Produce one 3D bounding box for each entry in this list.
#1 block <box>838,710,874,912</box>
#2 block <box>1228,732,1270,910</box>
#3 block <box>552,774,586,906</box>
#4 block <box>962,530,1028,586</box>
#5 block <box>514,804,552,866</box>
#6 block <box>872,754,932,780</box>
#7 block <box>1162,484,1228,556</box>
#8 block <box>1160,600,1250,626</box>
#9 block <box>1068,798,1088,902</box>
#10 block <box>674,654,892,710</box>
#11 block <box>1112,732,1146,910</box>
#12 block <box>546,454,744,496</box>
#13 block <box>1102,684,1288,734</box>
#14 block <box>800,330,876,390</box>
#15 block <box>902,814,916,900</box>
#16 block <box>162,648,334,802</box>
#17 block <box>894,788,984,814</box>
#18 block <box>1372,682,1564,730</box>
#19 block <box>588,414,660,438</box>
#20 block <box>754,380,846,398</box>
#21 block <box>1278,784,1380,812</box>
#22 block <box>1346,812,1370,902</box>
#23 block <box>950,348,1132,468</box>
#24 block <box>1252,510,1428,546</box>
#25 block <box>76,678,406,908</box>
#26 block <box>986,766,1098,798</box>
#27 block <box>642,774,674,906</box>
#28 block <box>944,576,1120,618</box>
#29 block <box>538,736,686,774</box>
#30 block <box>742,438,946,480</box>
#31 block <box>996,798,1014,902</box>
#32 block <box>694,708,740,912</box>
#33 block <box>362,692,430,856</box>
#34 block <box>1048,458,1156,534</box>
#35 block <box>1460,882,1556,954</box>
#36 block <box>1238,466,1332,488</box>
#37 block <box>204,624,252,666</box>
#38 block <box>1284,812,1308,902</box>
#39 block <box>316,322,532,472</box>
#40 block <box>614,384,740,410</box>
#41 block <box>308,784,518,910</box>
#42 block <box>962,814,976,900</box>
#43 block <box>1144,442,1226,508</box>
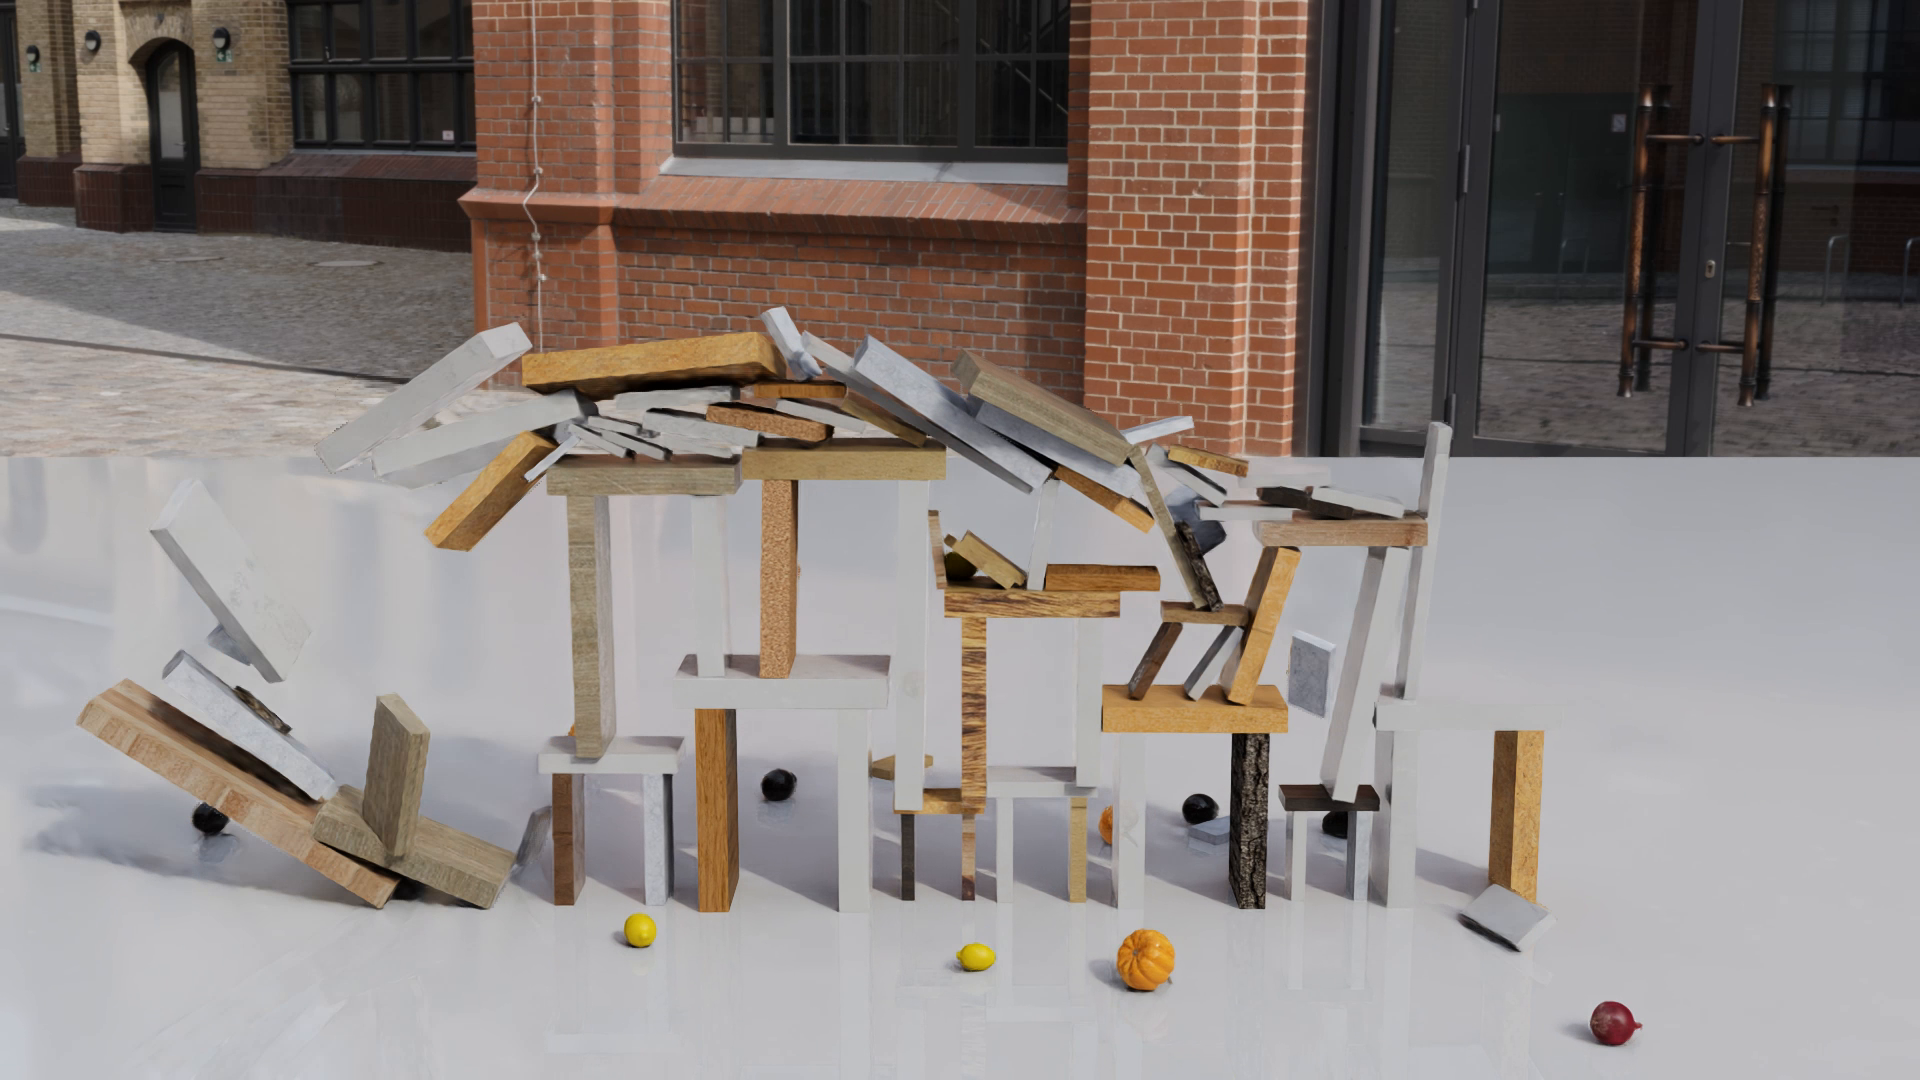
[{"bbox_3d":[-0.172,0.423,3.634,0.048,0.342,0.171,0,11,0],"label":"block"},{"bbox_3d":[0.478,0.444,3.642,0.042,0.298,0.149,0,11,0],"label":"block"},{"bbox_3d":[-0.648,0.479,3.647,0.032,0.225,0.113,1,11,0],"label":"block"},{"bbox_3d":[0.056,0.029,3.567,0.120,0.017,0.060,36,6,-3],"label":"block"},{"bbox_3d":[-0.735,0.512,3.807,0.015,0.103,0.051,27,16,18],"label":"block"},{"bbox_3d":[-0.123,0.448,4.379,0.068,0.019,0.136,8,13,36],"label":"block"},{"bbox_3d":[0.388,-0.036,3.633,0.063,0.127,0.018,-36,-36,17],"label":"block"},{"bbox_3d":[0.398,0.119,3.583,0.139,0.020,0.069,3,10,0],"label":"block"},{"bbox_3d":[0.195,0.501,3.653,0.026,0.181,0.090,0,11,0],"label":"block"},{"bbox_3d":[-0.287,0.231,3.598,0.342,0.048,0.171,0,11,0],"label":"block"},{"bbox_3d":[0.279,0.444,3.642,0.042,0.298,0.149,0,11,0],"label":"block"},{"bbox_3d":[-0.502,-0.106,3.532,0.296,0.042,0.148,0,11,1],"label":"block"},{"bbox_3d":[0.379,0.276,3.610,0.298,0.042,0.149,0,11,0],"label":"block"},{"bbox_3d":[-0.192,-0.284,3.468,0.125,0.018,0.063,29,12,-22],"label":"block"},{"bbox_3d":[-0.086,0.516,3.658,0.021,0.149,0.075,0,11,0],"label":"block"},{"bbox_3d":[-1.184,0.307,3.660,0.315,0.045,0.158,43,-10,-18],"label":"block"},{"bbox_3d":[-0.035,0.432,3.641,0.149,0.021,0.075,0,11,0],"label":"block"},{"bbox_3d":[0.821,0.273,3.615,0.301,0.043,0.150,0,11,0],"label":"block"},{"bbox_3d":[-0.539,-0.182,3.536,0.105,0.015,0.053,12,8,8],"label":"block"},{"bbox_3d":[-0.254,-0.241,3.506,0.142,0.020,0.071,0,12,-2],"label":"block"},{"bbox_3d":[0.610,0.427,3.641,0.155,0.022,0.077,0,11,0],"label":"block"},{"bbox_3d":[0.662,0.513,3.657,0.022,0.155,0.077,0,11,0],"label":"block"},{"bbox_3d":[0.128,-0.209,3.469,0.280,0.040,0.140,25,12,-19],"label":"block"},{"bbox_3d":[0.612,-0.020,3.557,0.262,0.037,0.131,0,11,0],"label":"block"},{"bbox_3d":[-1.173,0.418,3.642,0.572,0.045,0.158,33,9,-5],"label":"block"},{"bbox_3d":[0.134,0.399,3.633,0.181,0.026,0.090,0,11,0],"label":"block"},{"bbox_3d":[-0.499,0.480,3.647,0.032,0.225,0.113,0,11,0],"label":"block"},{"bbox_3d":[0.116,0.092,3.579,0.280,0.040,0.140,0,11,0],"label":"block"},{"bbox_3d":[-0.571,0.353,3.623,0.225,0.032,0.113,0,11,0],"label":"block"},{"bbox_3d":[-0.182,-0.131,3.531,0.320,0.045,0.160,0,11,0],"label":"block"},{"bbox_3d":[0.074,0.501,3.653,0.026,0.181,0.090,0,11,0],"label":"block"},{"bbox_3d":[-0.400,0.423,3.634,0.048,0.342,0.171,0,11,0],"label":"block"},{"bbox_3d":[-0.906,0.377,3.526,0.033,0.235,0.117,-10,35,-40],"label":"block"},{"bbox_3d":[0.227,-0.078,3.550,0.183,0.026,0.091,32,10,-12],"label":"block"},{"bbox_3d":[0.865,0.596,3.471,0.075,0.021,0.149,-39,21,-10],"label":"block"},{"bbox_3d":[0.522,-0.102,3.543,0.148,0.021,0.074,-2,10,8],"label":"block"},{"bbox_3d":[-1.196,0.170,3.641,0.015,0.052,0.103,43,-1,33],"label":"block"},{"bbox_3d":[0.558,0.513,3.658,0.022,0.155,0.077,0,11,0],"label":"block"},{"bbox_3d":[-0.866,-0.233,3.568,0.340,0.048,0.170,-32,5,14],"label":"block"},{"bbox_3d":[-0.453,-0.230,3.533,0.184,0.026,0.092,-4,5,4],"label":"block"},{"bbox_3d":[-0.904,0.508,3.652,0.315,0.045,0.157,23,10,-4],"label":"block"},{"bbox_3d":[0.014,0.516,3.658,0.021,0.149,0.075,0,11,0],"label":"block"},{"bbox_3d":[0.364,-0.106,3.547,0.144,0.020,0.072,34,12,-1],"label":"block"}]
